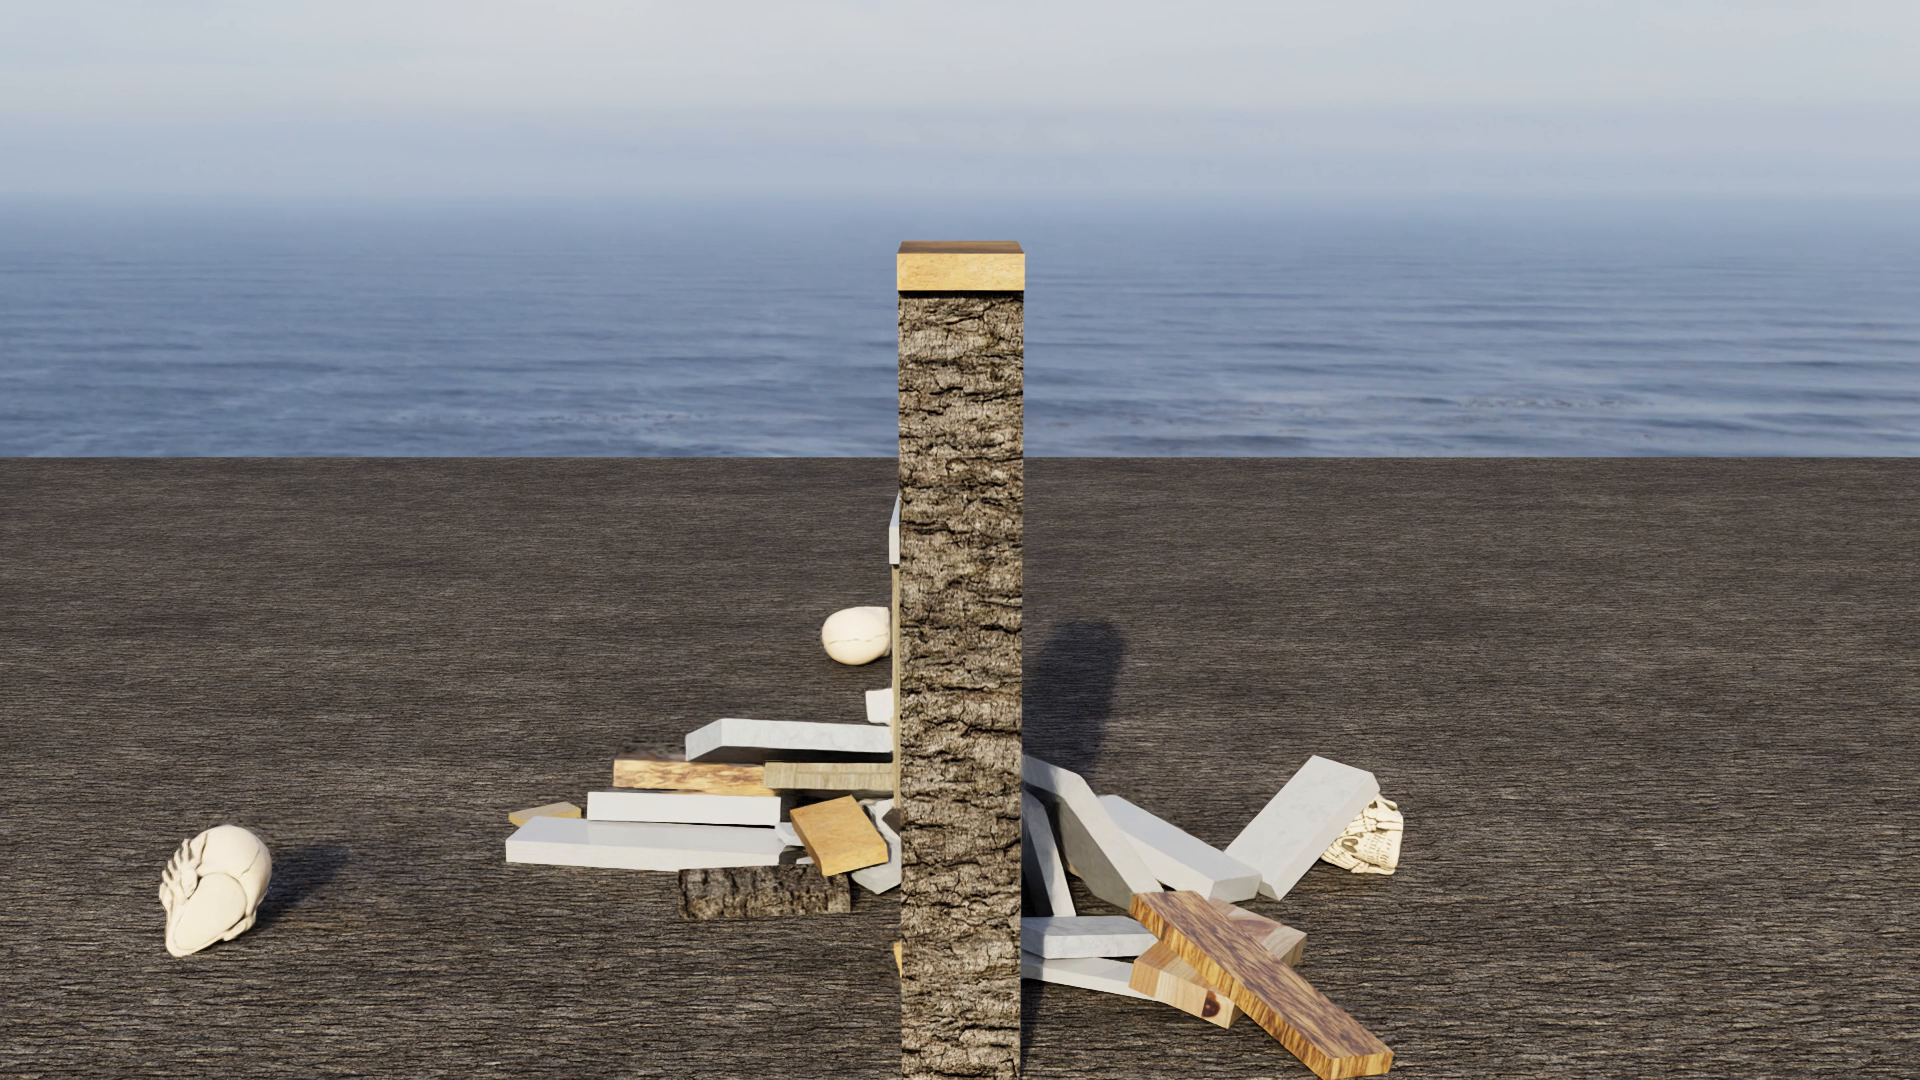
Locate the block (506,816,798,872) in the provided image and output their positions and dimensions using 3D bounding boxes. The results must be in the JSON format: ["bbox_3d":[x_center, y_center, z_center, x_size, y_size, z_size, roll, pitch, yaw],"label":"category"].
[{"bbox_3d":[-0.538,0.536,3.852,0.488,0.039,0.139,2,11,9],"label":"block"}]

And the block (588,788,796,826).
[{"bbox_3d":[-0.483,0.483,3.989,0.347,0.049,0.174,1,-4,5],"label":"block"}]

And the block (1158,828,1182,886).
[{"bbox_3d":[0.359,0.548,3.810,0.108,0.030,0.215,-2,11,-11],"label":"block"}]

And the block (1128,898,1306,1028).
[{"bbox_3d":[0.386,0.623,3.265,0.157,0.044,0.314,19,16,24],"label":"block"}]

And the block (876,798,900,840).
[{"bbox_3d":[-0.044,0.489,3.807,0.208,0.104,0.029,-13,-34,18],"label":"block"}]

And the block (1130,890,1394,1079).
[{"bbox_3d":[0.419,0.625,3.135,0.113,0.032,0.483,3,17,-31],"label":"block"}]

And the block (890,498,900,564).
[{"bbox_3d":[-0.004,-0.024,3.007,0.170,0.048,0.340,0,11,1],"label":"block"}]

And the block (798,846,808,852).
[{"bbox_3d":[-0.249,0.538,3.902,0.058,0.017,0.117,-9,14,-40],"label":"block"}]

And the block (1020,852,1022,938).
[{"bbox_3d":[0.003,0.557,2.985,0.157,0.315,0.045,0,11,0],"label":"block"}]

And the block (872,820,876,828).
[{"bbox_3d":[-0.144,0.507,3.935,0.104,0.015,0.052,-22,-3,15],"label":"block"}]

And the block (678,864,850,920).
[{"bbox_3d":[-0.325,0.578,3.625,0.277,0.039,0.139,-1,11,-7],"label":"block"}]

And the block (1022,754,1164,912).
[{"bbox_3d":[0.205,0.478,3.523,0.044,0.314,0.157,-47,32,-20],"label":"block"}]

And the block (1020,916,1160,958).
[{"bbox_3d":[0.193,0.605,3.357,0.236,0.033,0.118,6,2,-35],"label":"block"}]

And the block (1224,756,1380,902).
[{"bbox_3d":[0.572,0.486,3.733,0.277,0.039,0.139,-42,31,-23],"label":"block"}]

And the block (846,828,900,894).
[{"bbox_3d":[-0.160,0.536,3.747,0.104,0.029,0.208,-21,25,-33],"label":"block"}]

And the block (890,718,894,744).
[{"bbox_3d":[-0.005,0.296,3.437,0.144,0.041,0.287,-3,-5,11],"label":"block"}]

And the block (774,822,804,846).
[{"bbox_3d":[-0.260,0.517,3.847,0.117,0.017,0.058,8,15,-30],"label":"block"}]

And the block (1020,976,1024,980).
[{"bbox_3d":[0.089,0.641,3.338,0.143,0.020,0.072,-7,13,-34],"label":"block"}]

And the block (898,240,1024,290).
[{"bbox_3d":[0.000,-0.356,2.838,0.156,0.044,0.311,0,11,0],"label":"block"}]

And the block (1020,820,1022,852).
[{"bbox_3d":[0.003,0.361,3.055,0.158,0.045,0.315,0,11,0],"label":"block"}]

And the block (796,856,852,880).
[{"bbox_3d":[-0.230,0.564,3.771,0.052,0.015,0.104,-8,13,-35],"label":"block"}]

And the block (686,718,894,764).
[{"bbox_3d":[-0.266,0.382,4.092,0.455,0.049,0.174,6,-17,-28],"label":"block"}]

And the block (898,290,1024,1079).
[{"bbox_3d":[0.001,0.206,2.838,0.156,1.059,0.044,0,11,0],"label":"block"}]

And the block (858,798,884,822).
[{"bbox_3d":[-0.116,0.483,4.083,0.103,0.029,0.207,-9,3,26],"label":"block"}]

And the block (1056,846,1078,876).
[{"bbox_3d":[0.141,0.517,3.683,0.215,0.030,0.108,31,-7,-31],"label":"block"}]

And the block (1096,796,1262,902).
[{"bbox_3d":[0.331,0.514,3.663,0.314,0.044,0.157,25,12,36],"label":"block"}]

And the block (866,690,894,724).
[{"bbox_3d":[-0.030,0.300,3.913,0.163,0.046,0.960,-5,-6,4],"label":"block"}]

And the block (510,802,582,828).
[{"bbox_3d":[-0.766,0.508,4.063,0.117,0.017,0.059,-8,13,-37],"label":"block"}]

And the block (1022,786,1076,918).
[{"bbox_3d":[0.128,0.510,3.451,0.033,0.236,0.118,-20,16,-13],"label":"block"}]

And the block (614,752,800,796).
[{"bbox_3d":[-0.475,0.443,4.168,0.347,0.049,0.174,4,-1,-5],"label":"block"}]

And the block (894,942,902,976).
[{"bbox_3d":[-0.020,0.614,3.242,0.143,0.072,0.020,-14,10,3],"label":"block"}]

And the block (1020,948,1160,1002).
[{"bbox_3d":[0.205,0.643,3.259,0.305,0.020,0.072,7,13,14],"label":"block"}]

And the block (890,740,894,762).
[{"bbox_3d":[-0.037,0.384,3.963,0.163,0.046,0.327,-3,-16,0],"label":"block"}]

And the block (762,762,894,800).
[{"bbox_3d":[-0.178,0.434,3.957,0.327,0.046,0.163,-4,-14,39],"label":"block"}]

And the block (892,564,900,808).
[{"bbox_3d":[-0.004,0.188,2.934,0.170,0.340,0.048,0,11,0],"label":"block"}]

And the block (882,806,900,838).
[{"bbox_3d":[-0.036,0.499,3.740,0.208,0.104,0.029,38,-9,45],"label":"block"}]

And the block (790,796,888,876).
[{"bbox_3d":[-0.208,0.502,3.745,0.113,0.032,0.226,-12,18,-15],"label":"block"}]
